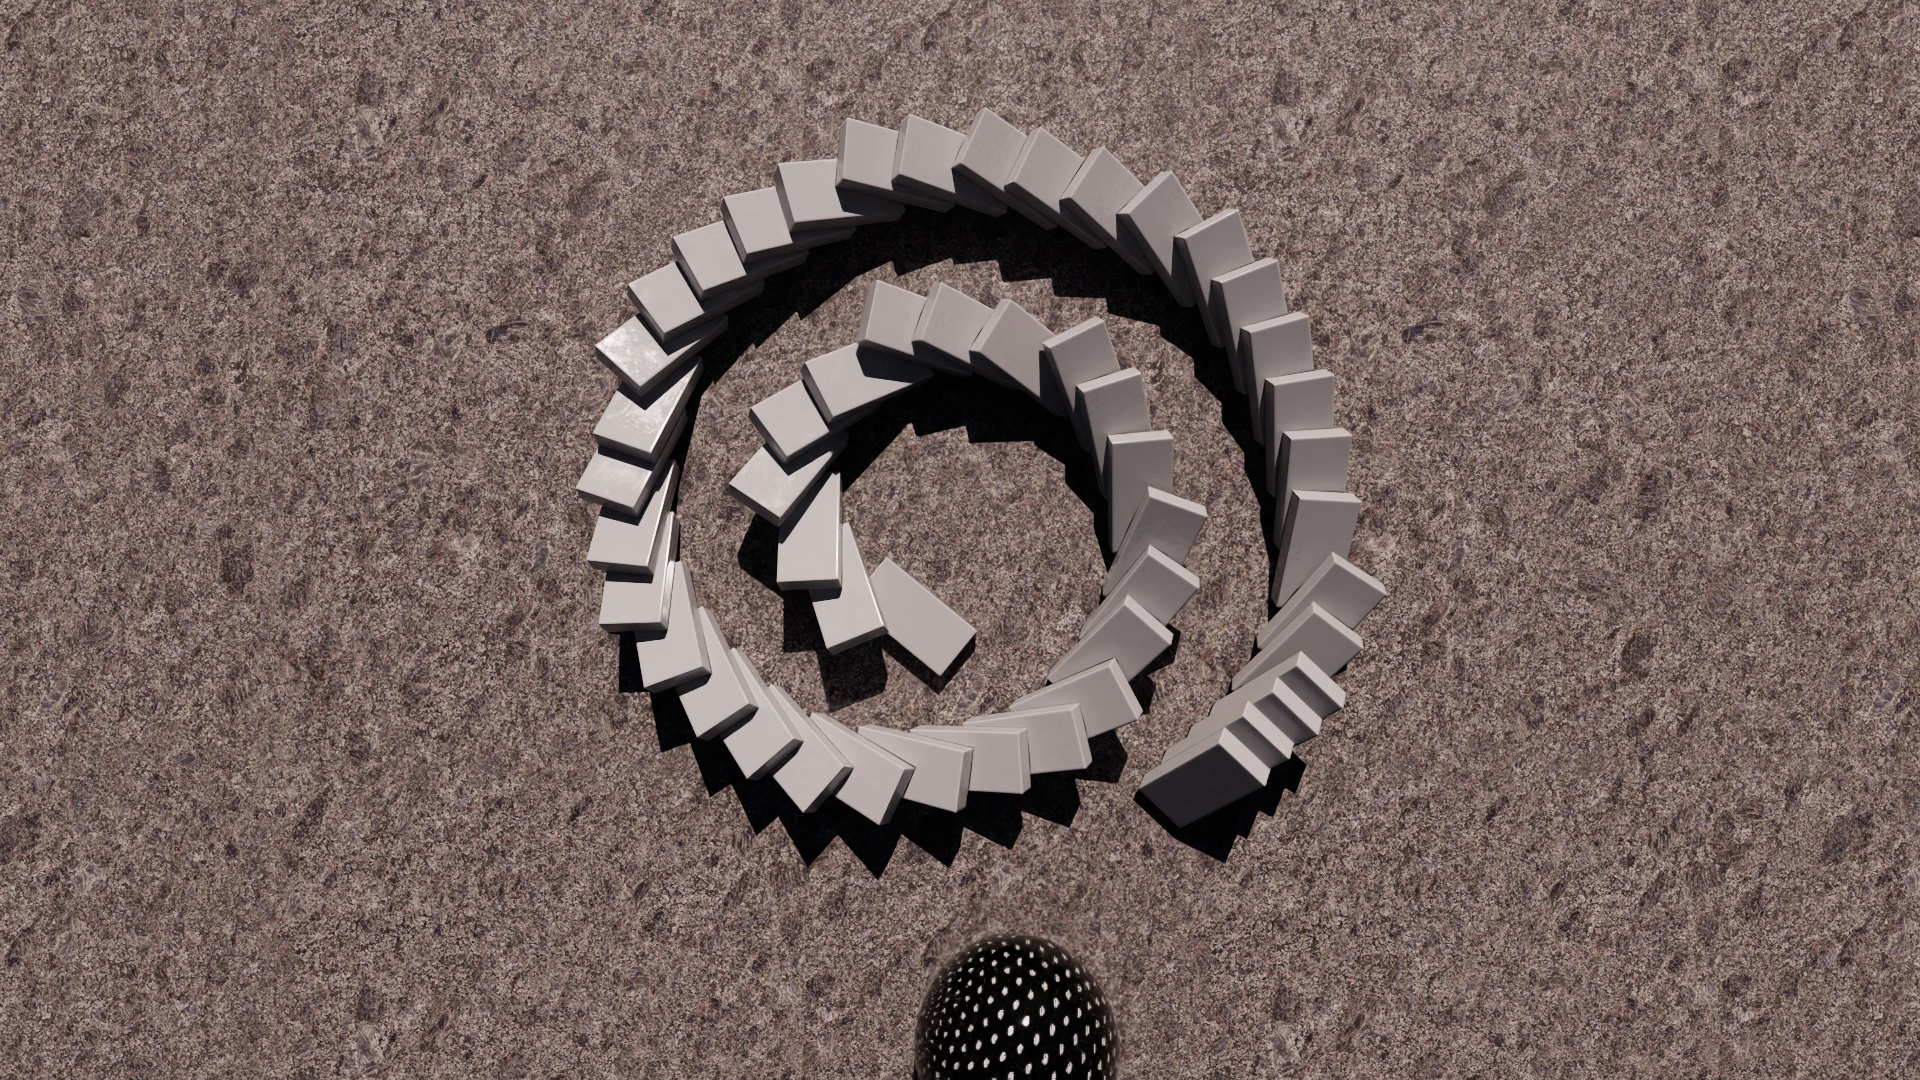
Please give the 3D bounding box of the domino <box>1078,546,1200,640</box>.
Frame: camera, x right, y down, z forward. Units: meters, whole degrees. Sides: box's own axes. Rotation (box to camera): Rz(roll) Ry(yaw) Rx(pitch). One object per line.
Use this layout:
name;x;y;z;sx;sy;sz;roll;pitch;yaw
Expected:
domino;0.075;0.029;0.384;0.025;0.010;0.050;34;117;-1

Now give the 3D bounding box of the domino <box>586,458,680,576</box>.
domino;-0.137;-0.011;0.385;0.025;0.010;0.050;6;65;0

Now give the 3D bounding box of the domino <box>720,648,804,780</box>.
domino;-0.090;0.073;0.385;0.025;0.009;0.050;-41;65;0

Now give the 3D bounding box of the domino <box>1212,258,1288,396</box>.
domino;0.124;-0.089;0.385;0.025;0.009;0.050;-21;115;0

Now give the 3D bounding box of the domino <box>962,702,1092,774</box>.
domino;0.028;0.085;0.385;0.050;0.009;0.025;-13;91;26

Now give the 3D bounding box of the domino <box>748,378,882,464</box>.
domino;-0.060;-0.055;0.384;0.050;0.009;0.025;-35;87;-26

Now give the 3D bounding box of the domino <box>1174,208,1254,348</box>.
domino;0.111;-0.109;0.385;0.025;0.010;0.050;-28;115;0

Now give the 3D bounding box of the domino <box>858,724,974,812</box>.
domino;-0.020;0.095;0.385;0.050;0.010;0.025;7;90;26

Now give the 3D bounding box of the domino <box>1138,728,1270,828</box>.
domino;0.100;0.099;0.380;0.025;0.009;0.050;43;132;0

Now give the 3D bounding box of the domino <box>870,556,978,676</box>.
domino;-0.020;0.033;0.395;0.050;0.009;0.025;39;90;0

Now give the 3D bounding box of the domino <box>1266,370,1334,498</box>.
domino;0.143;-0.044;0.385;0.025;0.010;0.050;-9;115;0

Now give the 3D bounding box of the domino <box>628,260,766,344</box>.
domino;-0.110;-0.106;0.385;0.050;0.009;0.025;-36;89;-25

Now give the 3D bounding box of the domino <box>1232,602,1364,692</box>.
domino;0.141;0.052;0.384;0.025;0.010;0.050;37;118;0

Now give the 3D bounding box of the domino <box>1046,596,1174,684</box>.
domino;0.062;0.049;0.385;0.025;0.010;0.050;41;116;0

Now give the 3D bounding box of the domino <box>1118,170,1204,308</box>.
domino;0.091;-0.126;0.385;0.025;0.010;0.050;-44;115;0

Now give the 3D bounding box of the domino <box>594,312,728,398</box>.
domino;-0.124;-0.085;0.385;0.025;0.010;0.050;42;64;1

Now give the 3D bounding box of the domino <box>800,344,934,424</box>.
domino;-0.039;-0.070;0.385;0.050;0.010;0.025;-27;90;-25

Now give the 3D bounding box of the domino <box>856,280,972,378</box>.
domino;-0.016;-0.088;0.384;0.050;0.010;0.025;13;86;-28

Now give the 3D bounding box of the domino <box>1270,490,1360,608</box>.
domino;0.149;0.005;0.386;0.025;0.010;0.050;3;114;0

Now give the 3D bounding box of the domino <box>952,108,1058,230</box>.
domino;0.024;-0.155;0.385;0.050;0.010;0.025;25;90;-24

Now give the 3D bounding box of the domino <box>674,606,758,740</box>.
domino;-0.107;0.056;0.385;0.025;0.009;0.050;-33;65;0

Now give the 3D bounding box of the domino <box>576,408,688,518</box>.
domino;-0.137;-0.037;0.385;0.025;0.010;0.050;19;66;1

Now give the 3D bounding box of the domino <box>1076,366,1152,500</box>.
domino;0.067;-0.044;0.384;0.025;0.010;0.050;-18;117;-2

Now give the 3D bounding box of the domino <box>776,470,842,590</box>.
domino;-0.063;-0.004;0.385;0.025;0.009;0.050;-3;65;0

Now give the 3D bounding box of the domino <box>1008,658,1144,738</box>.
domino;0.048;0.071;0.385;0.050;0.010;0.025;-28;90;26

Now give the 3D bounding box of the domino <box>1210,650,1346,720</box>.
domino;0.131;0.069;0.380;0.025;0.009;0.050;43;132;-1

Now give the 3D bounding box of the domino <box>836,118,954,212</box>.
domino;-0.026;-0.157;0.385;0.050;0.009;0.025;4;90;-25

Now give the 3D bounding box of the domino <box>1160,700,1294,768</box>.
domino;0.110;0.089;0.380;0.025;0.009;0.050;43;132;0

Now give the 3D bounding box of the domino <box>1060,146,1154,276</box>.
domino;0.068;-0.137;0.385;0.050;0.010;0.025;34;90;-25

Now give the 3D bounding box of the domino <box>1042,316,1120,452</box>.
domino;0.055;-0.065;0.384;0.025;0.009;0.050;-27;117;-3

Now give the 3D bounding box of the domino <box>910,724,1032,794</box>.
domino;0.004;0.092;0.385;0.050;0.009;0.025;-4;90;25

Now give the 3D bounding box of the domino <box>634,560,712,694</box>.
domino;-0.123;0.036;0.385;0.025;0.010;0.050;-20;64;0

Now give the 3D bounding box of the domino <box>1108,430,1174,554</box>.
domino;0.075;-0.020;0.385;0.025;0.010;0.050;-5;116;0

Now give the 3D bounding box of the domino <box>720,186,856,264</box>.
domino;-0.072;-0.135;0.385;0.050;0.010;0.025;-23;90;-25

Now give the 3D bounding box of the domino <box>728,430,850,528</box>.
domino;-0.071;-0.032;0.384;0.025;0.009;0.050;34;62;2

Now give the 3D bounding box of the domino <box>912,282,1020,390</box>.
domino;0.007;-0.085;0.384;0.050;0.010;0.025;21;88;-27

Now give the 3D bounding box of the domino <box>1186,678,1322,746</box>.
domino;0.121;0.079;0.380;0.025;0.009;0.050;44;132;-1

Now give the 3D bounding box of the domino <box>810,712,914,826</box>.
domino;-0.046;0.095;0.385;0.050;0.010;0.025;24;90;26

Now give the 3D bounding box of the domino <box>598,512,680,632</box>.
domino;-0.134;0.013;0.385;0.025;0.009;0.050;-2;65;1

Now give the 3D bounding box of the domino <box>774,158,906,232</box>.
domino;-0.050;-0.146;0.385;0.050;0.009;0.025;-16;90;-25

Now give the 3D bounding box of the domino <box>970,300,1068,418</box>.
domino;0.031;-0.076;0.385;0.050;0.010;0.025;32;90;-26

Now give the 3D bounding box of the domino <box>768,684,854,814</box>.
domino;-0.070;0.087;0.385;0.050;0.009;0.025;42;90;25

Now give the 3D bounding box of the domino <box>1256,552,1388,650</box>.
domino;0.150;0.032;0.384;0.025;0.010;0.050;32;118;-1

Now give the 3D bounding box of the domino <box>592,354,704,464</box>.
domino;-0.130;-0.059;0.385;0.025;0.010;0.050;19;65;0

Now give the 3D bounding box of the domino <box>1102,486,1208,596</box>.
domino;0.081;0.005;0.384;0.025;0.009;0.050;19;118;-2

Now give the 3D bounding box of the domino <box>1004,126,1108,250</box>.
domino;0.046;-0.147;0.385;0.050;0.010;0.025;26;90;-25

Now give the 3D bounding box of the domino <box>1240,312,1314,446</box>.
domino;0.135;-0.067;0.385;0.025;0.010;0.050;-16;115;0

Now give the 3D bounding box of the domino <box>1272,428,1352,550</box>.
domino;0.148;-0.021;0.385;0.025;0.009;0.050;-4;114;0

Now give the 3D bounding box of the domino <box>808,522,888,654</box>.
domino;-0.050;0.020;0.386;0.025;0.009;0.050;-22;66;0

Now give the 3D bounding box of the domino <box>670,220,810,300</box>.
domino;-0.092;-0.122;0.385;0.050;0.009;0.025;-29;90;-25

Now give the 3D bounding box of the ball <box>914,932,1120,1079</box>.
ball;0.022;0.198;0.360;0.080;0.080;0.080;0;90;0

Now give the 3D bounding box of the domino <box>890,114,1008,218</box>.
domino;-0.002;-0.156;0.385;0.050;0.010;0.025;10;90;-25
